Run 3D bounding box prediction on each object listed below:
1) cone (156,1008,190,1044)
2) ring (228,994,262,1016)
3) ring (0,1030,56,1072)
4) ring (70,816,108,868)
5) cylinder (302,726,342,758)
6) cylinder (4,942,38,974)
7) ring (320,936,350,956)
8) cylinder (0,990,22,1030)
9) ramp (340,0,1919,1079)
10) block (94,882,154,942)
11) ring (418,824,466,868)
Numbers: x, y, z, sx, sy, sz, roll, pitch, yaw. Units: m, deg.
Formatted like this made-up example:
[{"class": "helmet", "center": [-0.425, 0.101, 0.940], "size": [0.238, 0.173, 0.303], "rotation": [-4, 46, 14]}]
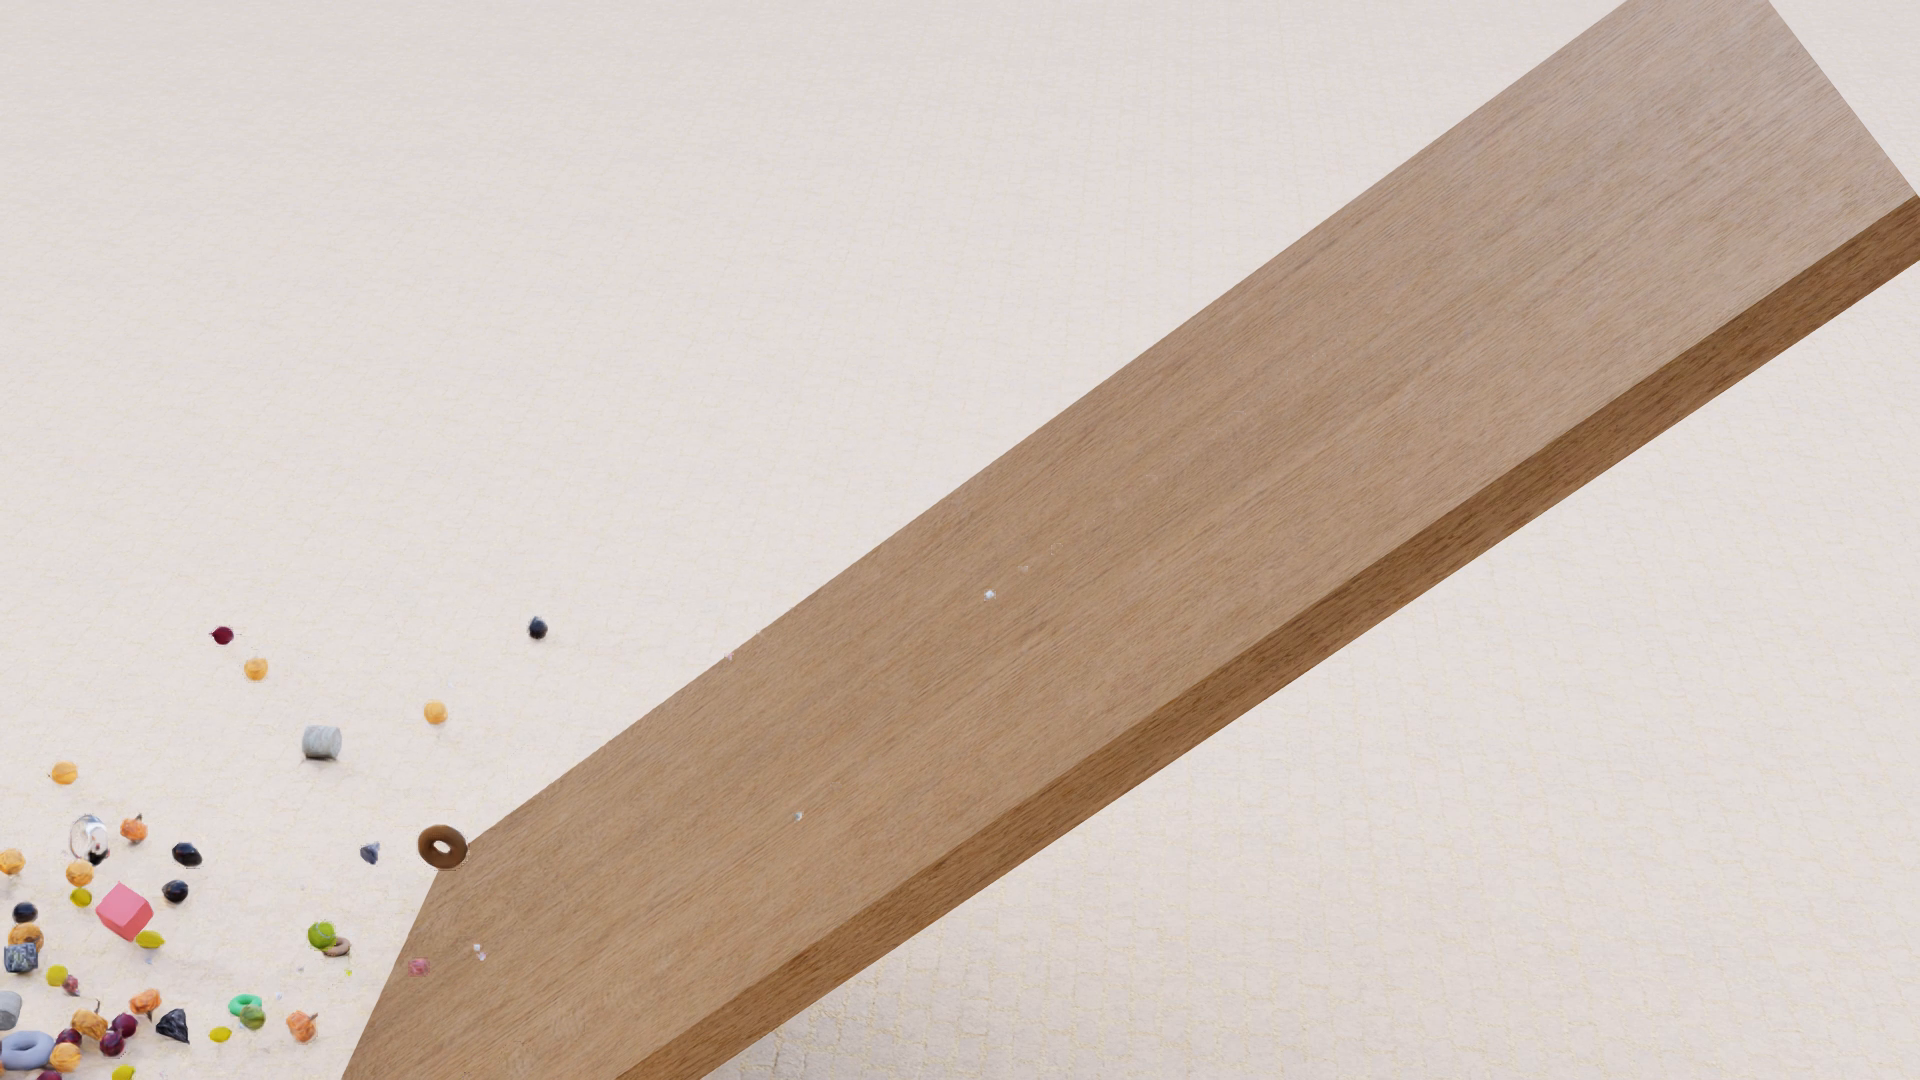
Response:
[{"class": "cone", "center": [-1.912, 1.207, 7.208], "size": [0.083, 0.083, 0.083], "rotation": [46, 40, 12]}, {"class": "ring", "center": [-1.780, 1.159, 7.329], "size": [0.083, 0.028, 0.083], "rotation": [-1, 23, 0]}, {"class": "ring", "center": [-2.266, 1.237, 7.124], "size": [0.146, 0.049, 0.146], "rotation": [0, 21, 0]}, {"class": "ring", "center": [-2.331, 0.807, 7.873], "size": [0.143, 0.143, 0.048], "rotation": [20, 14, 38]}, {"class": "cylinder", "center": [-1.858, 0.588, 8.560], "size": [0.086, 0.086, 0.086], "rotation": [4, 24, 9]}, {"class": "cylinder", "center": [-2.388, 1.062, 7.477], "size": [0.069, 0.069, 0.069], "rotation": [-6, 24, -31]}, {"class": "ring", "center": [-1.610, 1.049, 7.584], "size": [0.077, 0.026, 0.077], "rotation": [0, 22, 0]}, {"class": "cylinder", "center": [-2.340, 1.153, 7.210], "size": [0.069, 0.069, 0.069], "rotation": [-1, 35, -2]}, {"class": "ramp", "center": [0.121, 0.185, 6.339], "size": [4.000, 0.100, 2.000], "rotation": [-36, 16, 18]}, {"class": "block", "center": [-2.144, 0.955, 7.549], "size": [0.094, 0.094, 0.094], "rotation": [30, 62, 15]}, {"class": "ring", "center": [-1.306, 0.774, 7.423], "size": [0.128, 0.128, 0.043], "rotation": [3, 29, 7]}]
